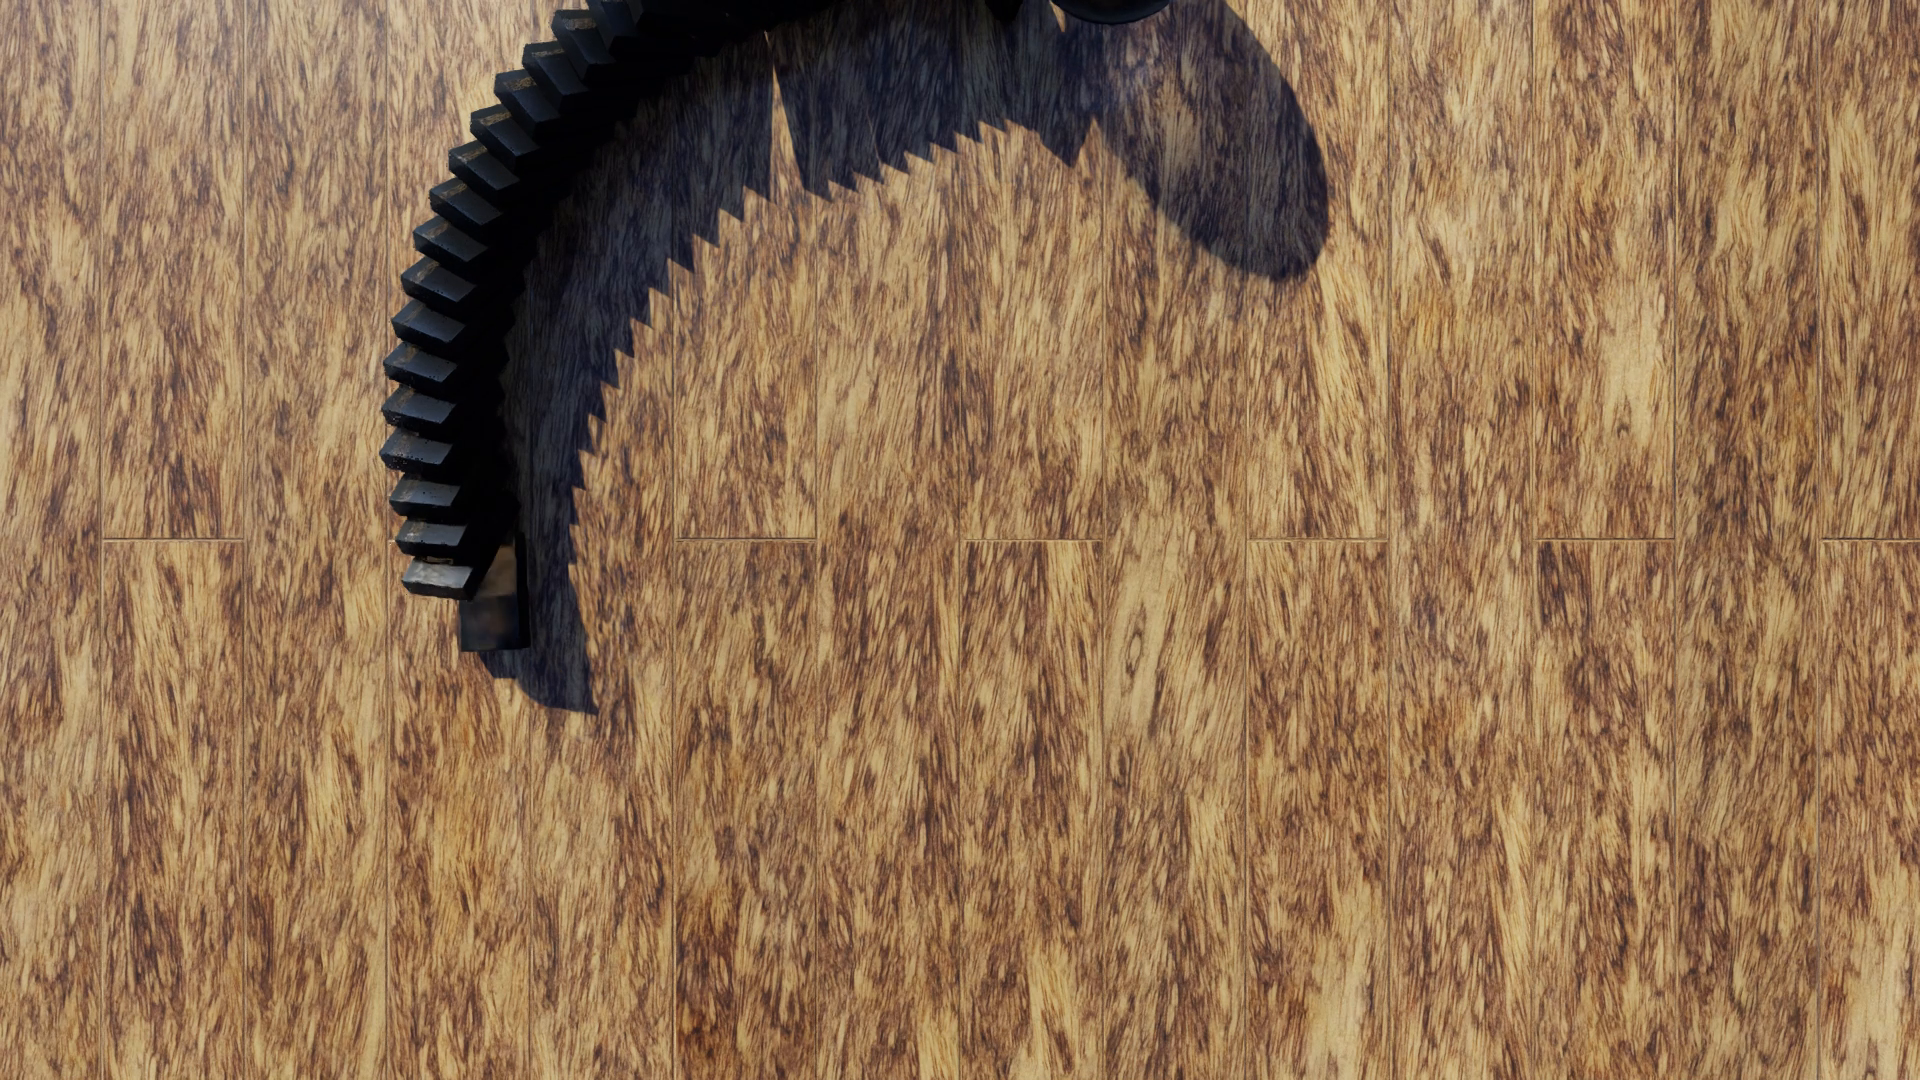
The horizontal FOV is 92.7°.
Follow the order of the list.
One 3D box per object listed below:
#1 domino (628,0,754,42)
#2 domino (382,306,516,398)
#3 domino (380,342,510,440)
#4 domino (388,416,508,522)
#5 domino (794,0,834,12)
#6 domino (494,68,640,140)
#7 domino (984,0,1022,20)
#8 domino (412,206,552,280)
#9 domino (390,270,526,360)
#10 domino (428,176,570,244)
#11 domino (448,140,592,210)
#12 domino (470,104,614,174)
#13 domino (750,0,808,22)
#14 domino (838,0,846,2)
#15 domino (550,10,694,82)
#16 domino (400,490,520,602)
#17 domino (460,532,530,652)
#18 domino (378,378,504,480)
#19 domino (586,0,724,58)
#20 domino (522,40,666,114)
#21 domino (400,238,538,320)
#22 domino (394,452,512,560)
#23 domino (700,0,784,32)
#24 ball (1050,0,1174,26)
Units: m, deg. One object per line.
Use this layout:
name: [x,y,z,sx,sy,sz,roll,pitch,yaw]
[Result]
domino: [-0.113,-0.224,0.380,0.050,0.009,0.025,-17,89,-41]
domino: [-0.211,-0.083,0.381,0.025,0.010,0.050,19,53,0]
domino: [-0.213,-0.066,0.381,0.025,0.010,0.050,14,53,0]
domino: [-0.212,-0.031,0.381,0.025,0.009,0.050,6,52,1]
domino: [-0.075,-0.240,0.377,0.009,0.050,0.025,-13,90,34]
domino: [-0.162,-0.184,0.380,0.025,0.010,0.050,51,50,0]
domino: [0.013,-0.242,0.376,0.009,0.050,0.025,22,90,31]
domino: [-0.197,-0.130,0.381,0.025,0.009,0.050,30,51,0]
domino: [-0.207,-0.098,0.381,0.025,0.009,0.050,21,53,0]
domino: [-0.190,-0.144,0.380,0.025,0.010,0.050,34,50,0]
domino: [-0.182,-0.158,0.380,0.025,0.010,0.050,39,51,0]
domino: [-0.173,-0.171,0.380,0.025,0.010,0.050,44,50,0]
domino: [-0.086,-0.236,0.377,0.010,0.050,0.025,-13,90,34]
domino: [-0.064,-0.244,0.377,0.009,0.050,0.025,-13,90,33]
domino: [-0.139,-0.206,0.380,0.050,0.009,0.025,-31,90,-41]
domino: [-0.206,0.001,0.381,0.025,0.009,0.050,7,53,2]
domino: [-0.201,0.022,0.395,0.025,0.010,0.050,-3,90,0]
domino: [-0.214,-0.049,0.381,0.025,0.010,0.050,11,53,1]
domino: [-0.126,-0.216,0.380,0.050,0.010,0.025,-23,90,-41]
domino: [-0.151,-0.195,0.380,0.050,0.009,0.025,-37,90,-40]
domino: [-0.203,-0.114,0.381,0.025,0.009,0.050,25,52,0]
domino: [-0.209,-0.016,0.381,0.025,0.009,0.050,5,52,0]
domino: [-0.097,-0.232,0.377,0.009,0.050,0.025,-13,90,34]
ball: [0.062,-0.248,0.360,0.080,0.080,0.080,0,90,0]
